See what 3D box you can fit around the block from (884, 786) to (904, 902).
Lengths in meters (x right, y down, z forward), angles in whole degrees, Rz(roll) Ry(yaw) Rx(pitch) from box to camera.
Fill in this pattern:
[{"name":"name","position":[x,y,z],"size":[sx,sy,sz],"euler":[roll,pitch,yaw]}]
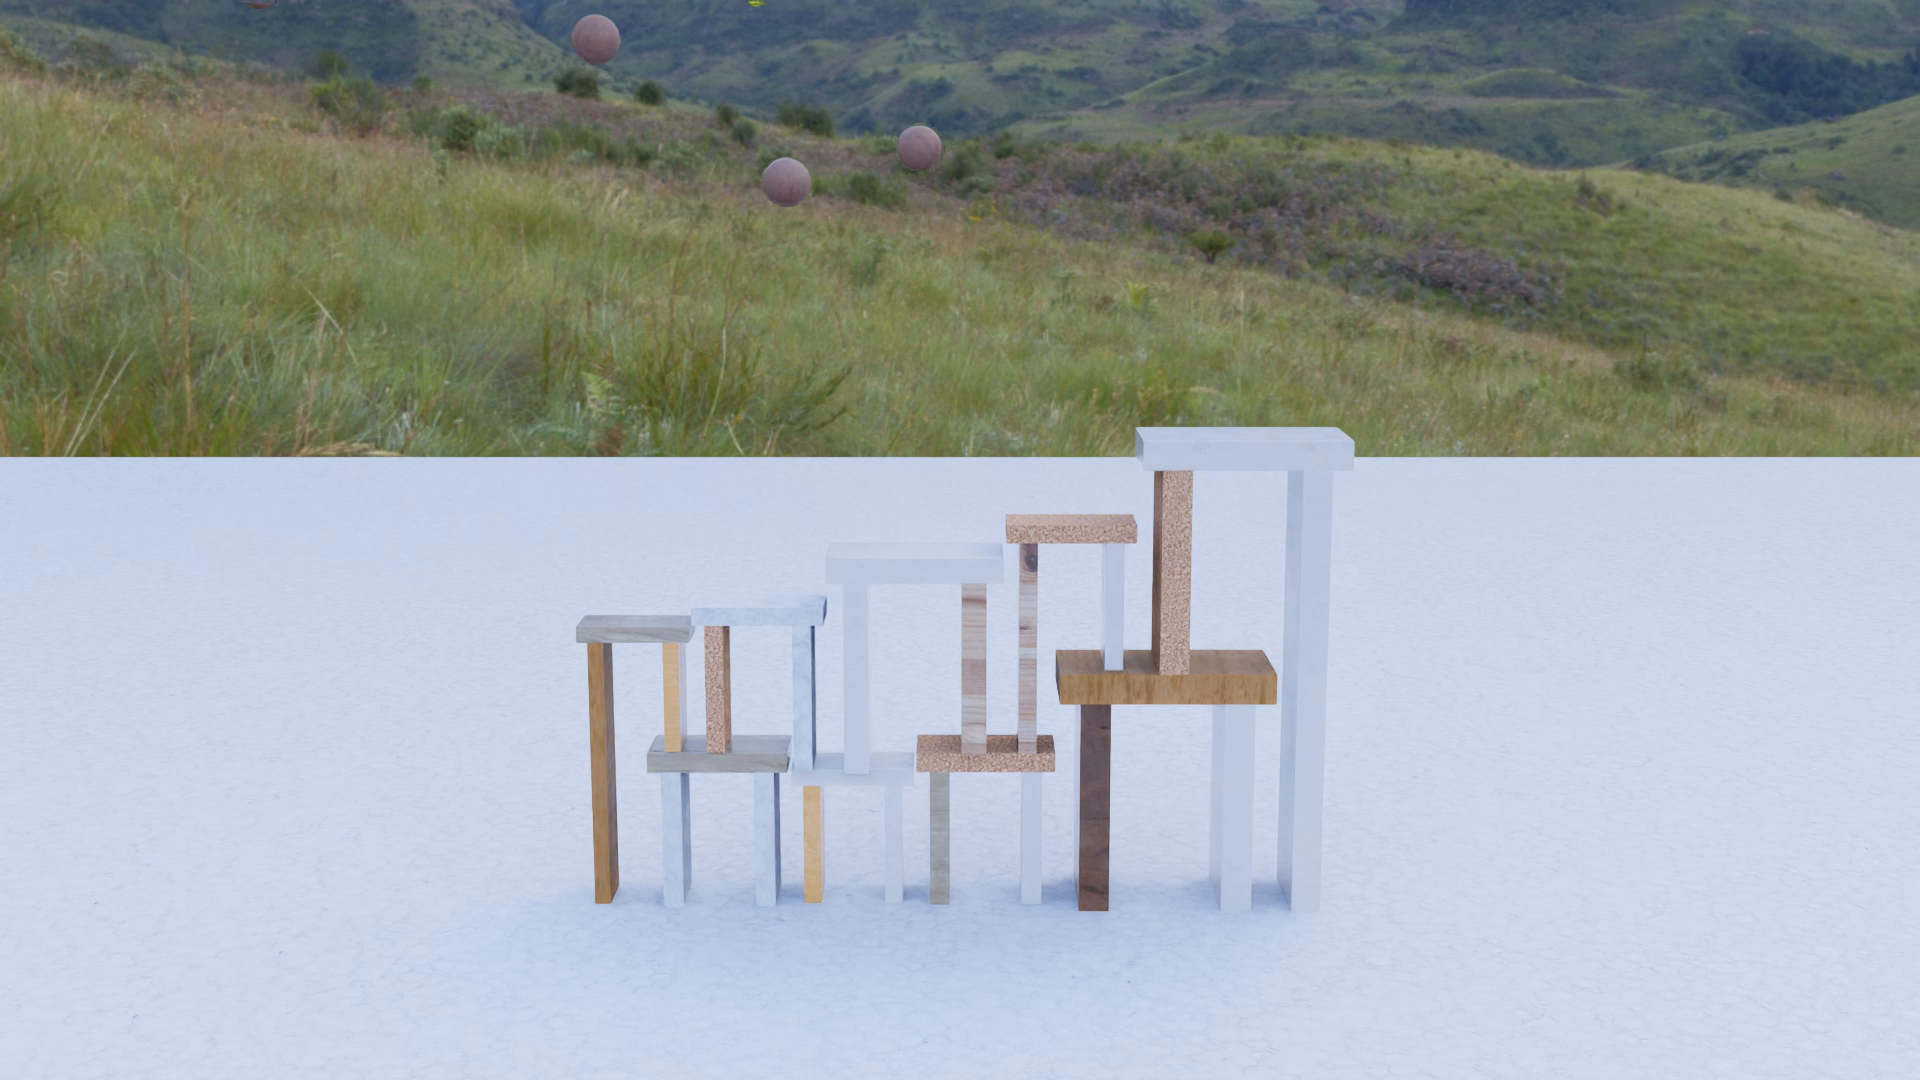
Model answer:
[{"name":"block","position":[-0.109,0.491,3.656],"size":[0.028,0.200,0.100],"euler":[0,11,0]}]

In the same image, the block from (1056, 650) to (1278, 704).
[{"name":"block","position":[0.334,0.224,3.604],"size":[0.347,0.049,0.174],"euler":[0,11,0]}]

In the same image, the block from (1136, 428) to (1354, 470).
[{"name":"block","position":[0.453,-0.147,3.528],"size":[0.330,0.047,0.165],"euler":[0,11,0]}]

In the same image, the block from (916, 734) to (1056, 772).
[{"name":"block","position":[0.042,0.352,3.628],"size":[0.226,0.032,0.113],"euler":[0,11,0]}]

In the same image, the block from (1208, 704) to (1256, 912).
[{"name":"block","position":[0.450,0.419,3.640],"size":[0.049,0.347,0.174],"euler":[0,11,0]}]

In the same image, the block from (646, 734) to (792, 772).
[{"name":"block","position":[-0.394,0.352,3.621],"size":[0.227,0.032,0.113],"euler":[0,11,0]}]

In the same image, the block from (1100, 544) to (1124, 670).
[{"name":"block","position":[0.248,0.098,3.575],"size":[0.029,0.208,0.104],"euler":[0,11,0]}]

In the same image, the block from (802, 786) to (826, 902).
[{"name":"block","position":[-0.242,0.491,3.656],"size":[0.028,0.200,0.100],"euler":[0,11,0]}]

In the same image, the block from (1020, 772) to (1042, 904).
[{"name":"block","position":[0.117,0.478,3.652],"size":[0.032,0.226,0.113],"euler":[0,11,0]}]

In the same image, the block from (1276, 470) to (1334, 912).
[{"name":"block","position":[0.563,0.233,3.598],"size":[0.047,0.727,0.165],"euler":[0,11,0]}]

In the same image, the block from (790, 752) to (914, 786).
[{"name":"block","position":[-0.176,0.379,3.635],"size":[0.200,0.028,0.100],"euler":[0,11,0]}]

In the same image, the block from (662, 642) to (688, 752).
[{"name":"block","position":[-0.466,0.247,3.601],"size":[0.026,0.182,0.091],"euler":[0,11,0]}]

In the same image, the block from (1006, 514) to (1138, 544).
[{"name":"block","position":[0.179,-0.018,3.553],"size":[0.208,0.029,0.104],"euler":[0,11,0]}]

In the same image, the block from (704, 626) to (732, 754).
[{"name":"block","position":[-0.396,0.232,3.599],"size":[0.030,0.212,0.106],"euler":[0,11,0]}]

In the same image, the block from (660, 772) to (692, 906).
[{"name":"block","position":[-0.470,0.479,3.645],"size":[0.032,0.227,0.113],"euler":[0,11,0]}]

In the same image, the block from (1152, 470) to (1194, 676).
[{"name":"block","position":[0.343,0.038,3.562],"size":[0.047,0.330,0.165],"euler":[0,11,0]}]

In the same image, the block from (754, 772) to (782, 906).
[{"name":"block","position":[-0.318,0.479,3.645],"size":[0.032,0.227,0.113],"euler":[0,11,0]}]

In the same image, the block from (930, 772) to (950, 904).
[{"name":"block","position":[-0.033,0.478,3.652],"size":[0.032,0.226,0.113],"euler":[0,11,0]}]

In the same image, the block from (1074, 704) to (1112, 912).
[{"name":"block","position":[0.218,0.419,3.640],"size":[0.049,0.347,0.174],"euler":[0,11,0]}]

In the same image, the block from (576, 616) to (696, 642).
[{"name":"block","position":[-0.527,0.145,3.582],"size":[0.182,0.026,0.091],"euler":[0,11,0]}]

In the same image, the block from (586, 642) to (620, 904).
[{"name":"block","position":[-0.588,0.374,3.625],"size":[0.026,0.441,0.091],"euler":[0,11,0]}]

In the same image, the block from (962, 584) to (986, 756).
[{"name":"block","position":[0.022,0.196,3.598],"size":[0.040,0.284,0.142],"euler":[0,11,0]}]

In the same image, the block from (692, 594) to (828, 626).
[{"name":"block","position":[-0.325,0.113,3.577],"size":[0.211,0.030,0.106],"euler":[0,11,0]}]

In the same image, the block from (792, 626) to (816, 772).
[{"name":"block","position":[-0.255,0.247,3.601],"size":[0.030,0.242,0.106],"euler":[0,11,0]}]

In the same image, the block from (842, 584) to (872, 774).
[{"name":"block","position":[-0.167,0.211,3.601],"size":[0.040,0.314,0.142],"euler":[0,11,0]}]

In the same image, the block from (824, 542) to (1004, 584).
[{"name":"block","position":[-0.073,0.037,3.568],"size":[0.284,0.040,0.142],"euler":[0,11,0]}]

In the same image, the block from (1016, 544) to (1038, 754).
[{"name":"block","position":[0.109,0.167,3.588],"size":[0.029,0.347,0.104],"euler":[0,11,0]}]
